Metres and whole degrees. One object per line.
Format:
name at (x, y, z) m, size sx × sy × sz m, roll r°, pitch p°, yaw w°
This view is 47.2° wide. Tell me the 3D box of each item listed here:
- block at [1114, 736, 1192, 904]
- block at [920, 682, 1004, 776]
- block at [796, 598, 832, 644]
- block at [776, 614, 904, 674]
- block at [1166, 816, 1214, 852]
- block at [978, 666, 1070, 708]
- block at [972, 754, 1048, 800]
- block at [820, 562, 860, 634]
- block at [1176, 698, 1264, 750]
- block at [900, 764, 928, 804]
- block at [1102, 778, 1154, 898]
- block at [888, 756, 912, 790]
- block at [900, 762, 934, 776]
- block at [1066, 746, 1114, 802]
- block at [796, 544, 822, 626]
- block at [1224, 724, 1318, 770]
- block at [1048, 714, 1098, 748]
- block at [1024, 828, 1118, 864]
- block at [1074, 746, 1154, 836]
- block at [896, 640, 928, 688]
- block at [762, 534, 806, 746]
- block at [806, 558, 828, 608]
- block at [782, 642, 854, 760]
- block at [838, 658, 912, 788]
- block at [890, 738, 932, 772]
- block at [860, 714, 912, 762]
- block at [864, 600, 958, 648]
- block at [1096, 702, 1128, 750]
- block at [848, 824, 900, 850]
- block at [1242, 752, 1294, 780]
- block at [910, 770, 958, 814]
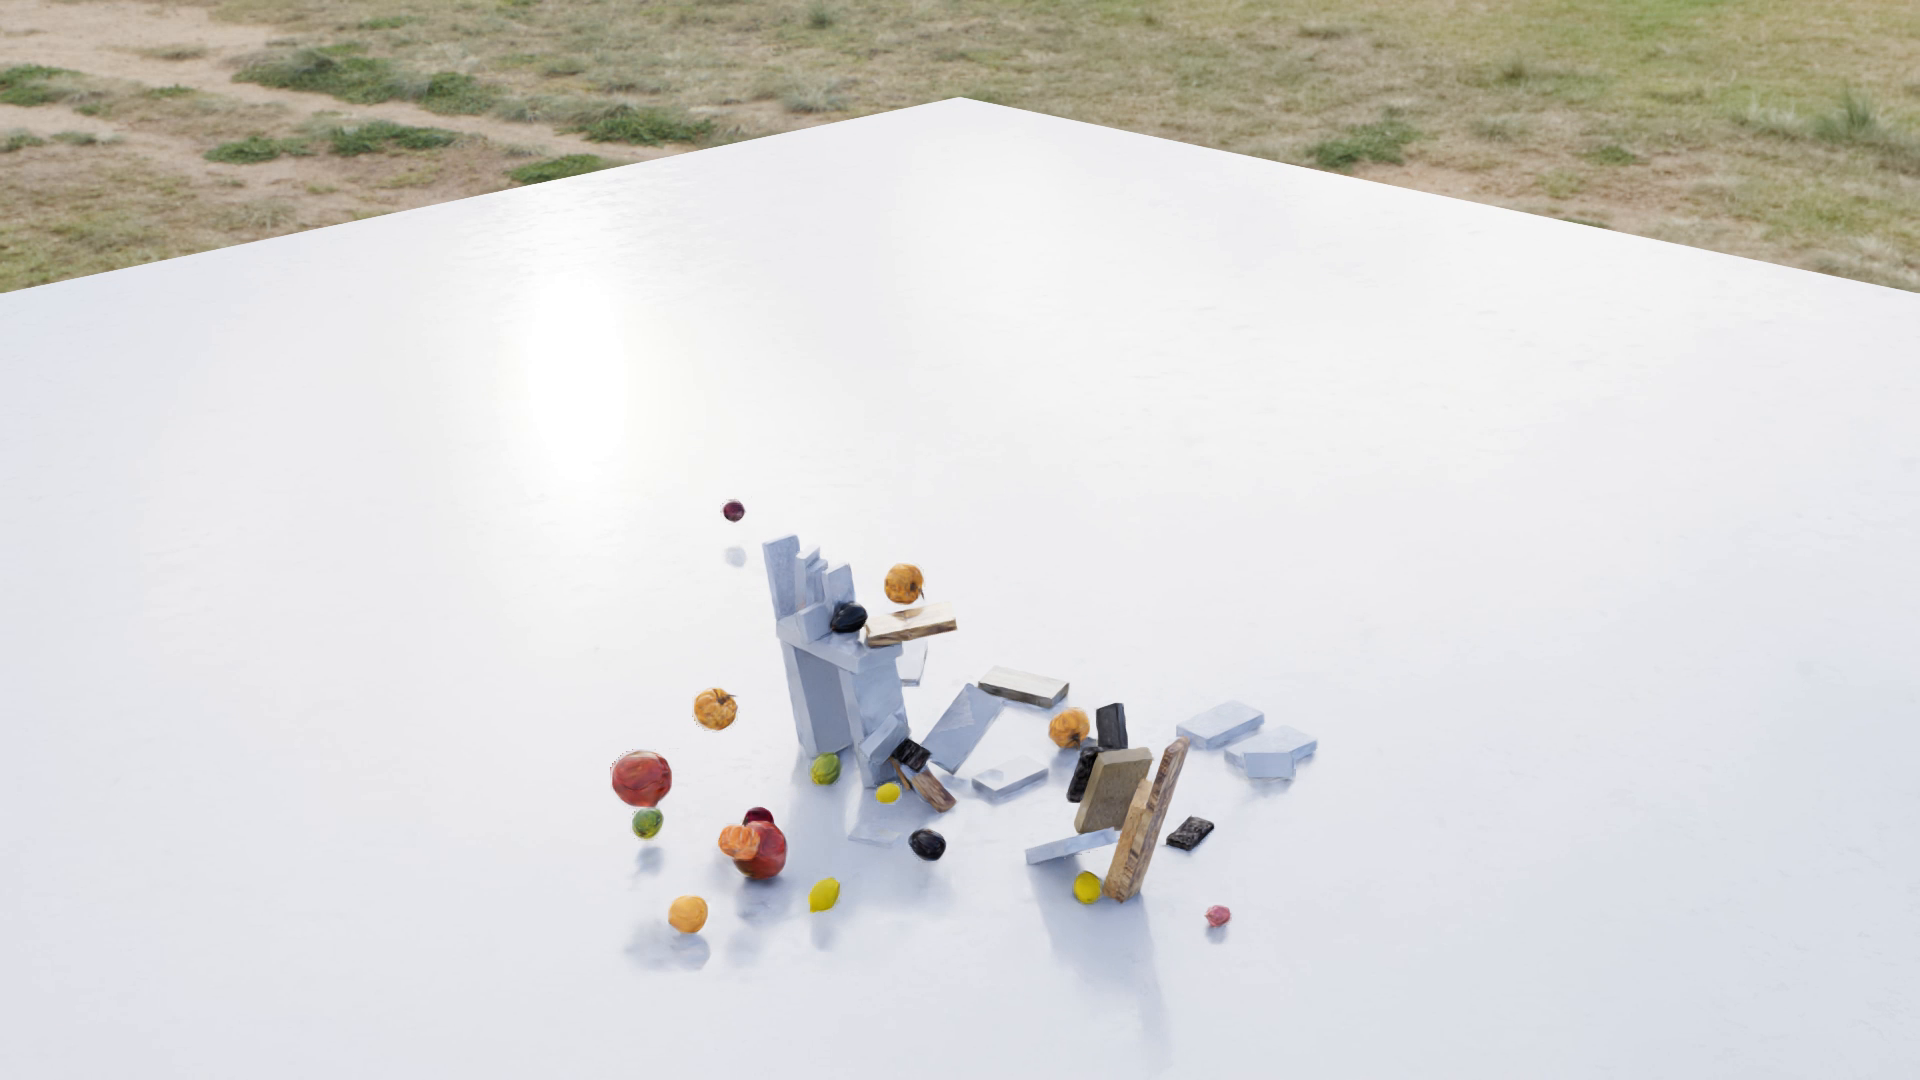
block at (0.357, 0.521, 4.076) m, size 0.018 × 0.365 × 0.063 m, roll 31°, pitch 35°, yaw 25°
block at (0.002, 0.397, 4.639) m, size 0.092 × 0.026 × 0.188 m, roll 29°, pitch 66°, yaw 21°
block at (-0.285, 0.161, 4.549) m, size 0.019 × 0.067 × 0.133 m, roll 5°, pitch 21°, yaw 35°
block at (-0.253, 0.205, 4.579) m, size 0.255 × 0.036 × 0.127 m, roll 21°, pitch 31°, yaw 41°
block at (0.458, 0.583, 4.368) m, size 0.052 × 0.015 × 0.104 m, roll 14°, pitch 27°, yaw 30°
block at (0.142, 0.330, 4.949) m, size 0.184 × 0.026 × 0.092 m, roll 11°, pitch 25°, yaw 25°
block at (0.104, 0.492, 4.574) m, size 0.149 × 0.021 × 0.075 m, roll -19°, pitch 30°, yaw -38°
block at (-0.247, 0.119, 4.558) m, size 0.019 × 0.133 × 0.067 m, roll 9°, pitch 26°, yaw 42°
block at (0.566, 0.400, 4.784) m, size 0.185 × 0.026 × 0.092 m, roll -19°, pitch 29°, yaw -37°
block at (-0.078, 0.493, 4.509) m, size 0.046 × 0.013 × 0.093 m, roll -20°, pitch 62°, yaw -37°
block at (0.319, 0.565, 4.161) m, size 0.030 × 0.209 × 0.104 m, roll 19°, pitch 26°, yaw 8°
block at (-0.112, 0.467, 4.558) m, size 0.048 × 0.095 × 0.014 m, roll -22°, pitch -11°, yaw -42°
block at (-0.081, 0.488, 4.531) m, size 0.048 × 0.014 × 0.095 m, roll -18°, pitch 61°, yaw -36°
block at (0.251, 0.449, 4.210) m, size 0.063 × 0.127 × 0.018 m, roll -3°, pitch 39°, yaw -24°
block at (-0.317, 0.095, 4.589) m, size 0.022 × 0.158 × 0.079 m, roll 10°, pitch 25°, yaw 19°
block at (0.661, 0.446, 4.676) m, size 0.184 × 0.026 × 0.092 m, roll -17°, pitch 28°, yaw -35°
block at (0.272, 0.415, 4.756) m, size 0.149 × 0.021 × 0.075 m, roll 12°, pitch 26°, yaw 26°
block at (0.210, 0.585, 4.201) m, size 0.104 × 0.030 × 0.209 m, roll -10°, pitch -10°, yaw -22°
block at (0.294, 0.483, 4.221) m, size 0.104 × 0.209 × 0.030 m, roll -5°, pitch 45°, yaw -21°
block at (-0.118, 0.269, 4.804) m, size 0.079 × 0.022 × 0.158 m, roll -1°, pitch 30°, yaw 8°
block at (-0.345, 0.213, 4.692) m, size 0.079 × 0.449 × 0.022 m, roll -19°, pitch 16°, yaw -35°
block at (-0.297, 0.112, 4.581) m, size 0.019 × 0.133 × 0.067 m, roll 10°, pitch 25°, yaw 20°
block at (-0.292, 0.324, 4.671) m, size 0.036 × 0.255 × 0.127 m, roll -1°, pitch 16°, yaw 46°
block at (-0.170, 0.370, 4.562) m, size 0.036 × 0.255 × 0.127 m, roll 2°, pitch 18°, yaw 44°
block at (-0.108, 0.435, 4.515) m, size 0.095 × 0.014 × 0.048 m, roll 28°, pitch 75°, yaw 33°
block at (-0.148, 0.401, 4.431) m, size 0.026 × 0.092 × 0.184 m, roll 42°, pitch -3°, yaw 11°
block at (-0.103, 0.174, 4.533) m, size 0.184 × 0.026 × 0.092 m, roll -11°, pitch 23°, yaw -3°
block at (0.296, 0.384, 4.263) m, size 0.018 × 0.127 × 0.063 m, roll 8°, pitch -21°, yaw -38°
block at (-0.170, 0.588, 4.358) m, size 0.093 × 0.013 × 0.046 m, roll 9°, pitch 24°, yaw 20°
block at (0.641, 0.470, 4.576) m, size 0.104 × 0.052 × 0.015 m, roll 0°, pitch -19°, yaw -18°
block at (-0.053, 0.513, 4.479) m, size 0.093 × 0.013 × 0.046 m, roll 45°, pitch 43°, yaw 20°
